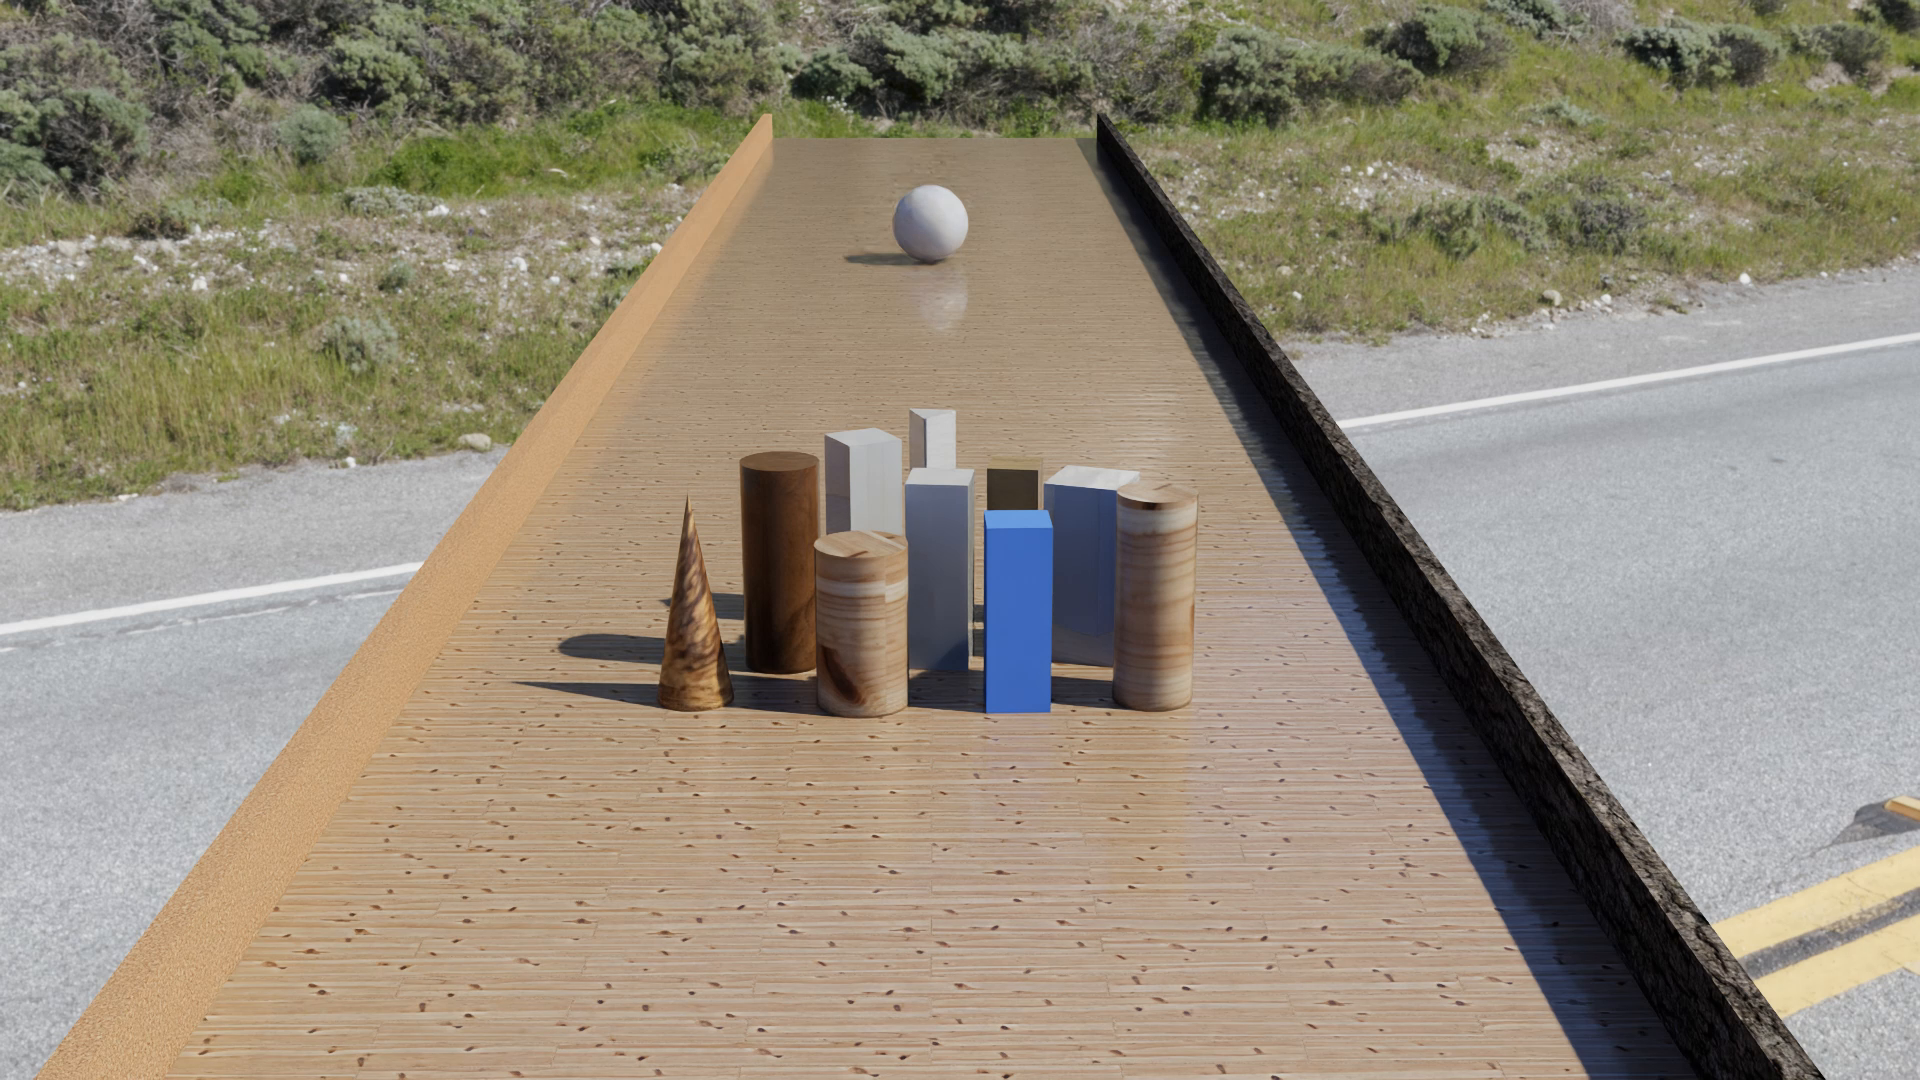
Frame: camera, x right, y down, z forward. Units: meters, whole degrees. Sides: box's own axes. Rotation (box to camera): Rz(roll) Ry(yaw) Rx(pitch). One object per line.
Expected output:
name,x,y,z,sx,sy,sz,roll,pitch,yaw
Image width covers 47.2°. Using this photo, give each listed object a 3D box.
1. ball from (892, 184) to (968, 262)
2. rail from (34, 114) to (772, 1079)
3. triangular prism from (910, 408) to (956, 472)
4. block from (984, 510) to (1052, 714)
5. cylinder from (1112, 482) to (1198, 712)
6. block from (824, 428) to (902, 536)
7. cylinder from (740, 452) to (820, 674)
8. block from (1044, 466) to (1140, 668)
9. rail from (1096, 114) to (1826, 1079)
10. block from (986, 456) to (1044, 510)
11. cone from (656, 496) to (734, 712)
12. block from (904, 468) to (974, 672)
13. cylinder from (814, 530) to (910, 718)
ball,-0.123,-1.304,9.061,0.314,0.314,0.314,0,17,0
rail,-1.118,-0.838,7.780,0.050,0.150,12.000,0,17,-1
triangular prism,-0.077,-0.099,4.888,0.089,0.383,0.102,13,21,38
block,0.108,0.135,4.139,0.121,0.362,0.121,-1,17,-2
cylinder,0.368,0.106,4.151,0.152,0.409,0.152,0,17,0
block,-0.202,-0.026,4.621,0.119,0.394,0.119,-9,19,-27
cylinder,-0.352,0.045,4.349,0.156,0.415,0.156,0,17,0
block,0.262,0.051,4.414,0.152,0.366,0.152,6,18,20
rail,0.932,-0.844,7.801,0.050,0.150,12.000,0,17,-1
block,0.115,0.000,4.635,0.106,0.337,0.106,2,17,7
cone,-0.506,0.106,4.150,0.148,0.411,0.148,0,17,0
block,-0.039,0.058,4.363,0.123,0.381,0.123,2,17,6
cylinder,-0.184,0.158,4.144,0.176,0.315,0.176,0,17,0
